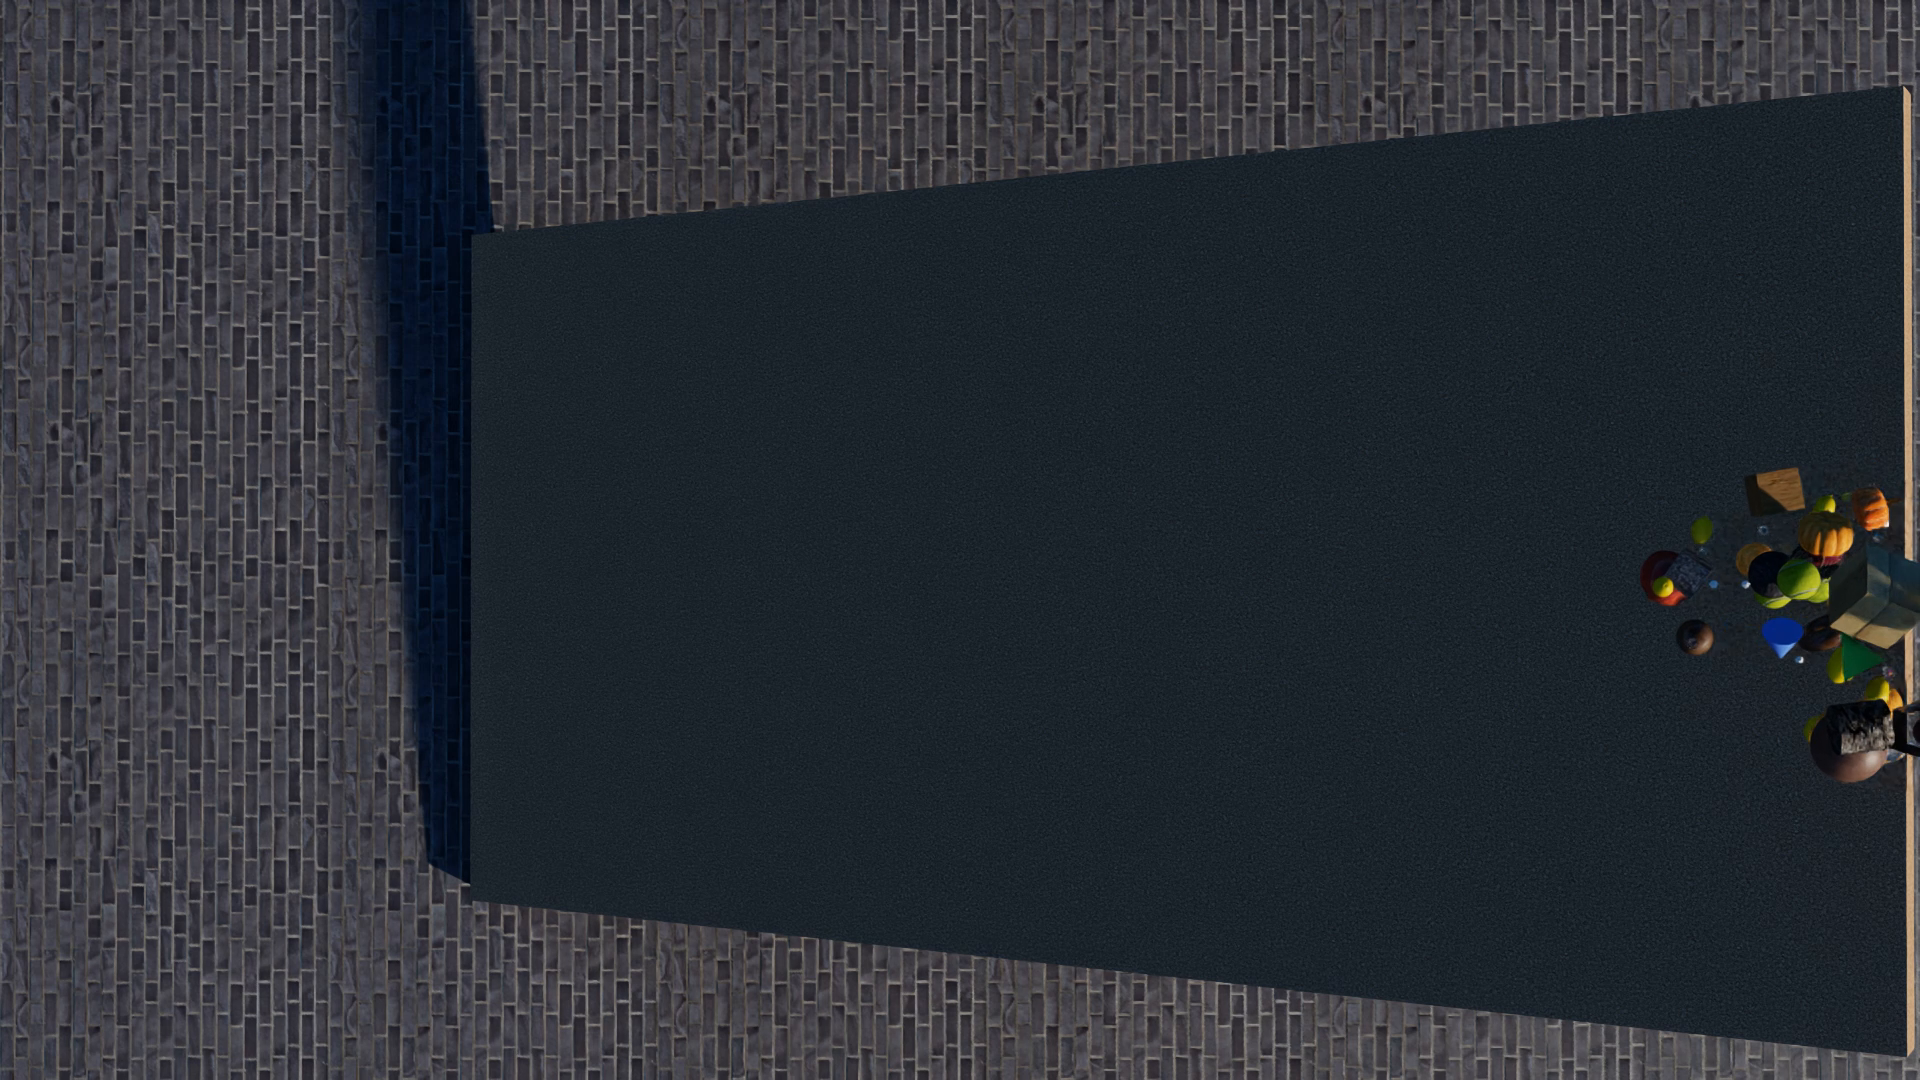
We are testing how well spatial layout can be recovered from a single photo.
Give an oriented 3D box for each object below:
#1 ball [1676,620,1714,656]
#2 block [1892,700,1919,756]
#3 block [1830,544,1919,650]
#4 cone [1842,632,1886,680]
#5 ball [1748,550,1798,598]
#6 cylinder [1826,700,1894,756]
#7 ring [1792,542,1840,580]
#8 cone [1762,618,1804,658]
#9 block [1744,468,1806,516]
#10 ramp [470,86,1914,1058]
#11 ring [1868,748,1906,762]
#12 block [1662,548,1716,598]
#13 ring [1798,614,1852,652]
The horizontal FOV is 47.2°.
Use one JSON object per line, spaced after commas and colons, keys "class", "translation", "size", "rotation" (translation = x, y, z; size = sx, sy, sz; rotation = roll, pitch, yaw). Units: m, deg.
{"class": "ball", "translation": [1.527, 0.202, 4.567], "size": [0.074, 0.074, 0.074], "rotation": [0, 89, 0]}
{"class": "block", "translation": [1.741, 0.342, 3.972], "size": [0.075, 0.075, 0.075], "rotation": [-12, 105, -27]}
{"class": "block", "translation": [1.414, 0.087, 3.390], "size": [0.099, 0.099, 0.099], "rotation": [21, 53, -4]}
{"class": "cone", "translation": [1.391, 0.172, 3.424], "size": [0.070, 0.070, 0.070], "rotation": [-27, 77, 0]}
{"class": "ball", "translation": [1.407, 0.060, 3.804], "size": [0.082, 0.082, 0.082], "rotation": [0, 89, 0]}
{"class": "cylinder", "translation": [1.562, 0.325, 3.817], "size": [0.087, 0.087, 0.087], "rotation": [-8, 89, 7]}
{"class": "ring", "translation": [1.608, 0.039, 4.134], "size": [0.087, 0.029, 0.087], "rotation": [10, 132, 11]}
{"class": "cone", "translation": [1.496, 0.192, 4.005], "size": [0.071, 0.071, 0.071], "rotation": [-14, 129, 0]}
{"class": "block", "translation": [1.566, -0.092, 4.229], "size": [0.080, 0.080, 0.080], "rotation": [-10, 88, 3]}
{"class": "ramp", "translation": [0.264, 0.073, 5.610], "size": [4.000, 0.100, 2.000], "rotation": [0, 89, 31]}
{"class": "ring", "translation": [1.759, 0.387, 4.177], "size": [0.078, 0.026, 0.078], "rotation": [16, 119, 30]}
{"class": "block", "translation": [1.450, 0.065, 4.377], "size": [0.067, 0.067, 0.067], "rotation": [37, 112, 18]}
{"class": "ring", "translation": [1.603, 0.168, 4.055], "size": [0.115, 0.115, 0.038], "rotation": [-28, 96, 0]}
